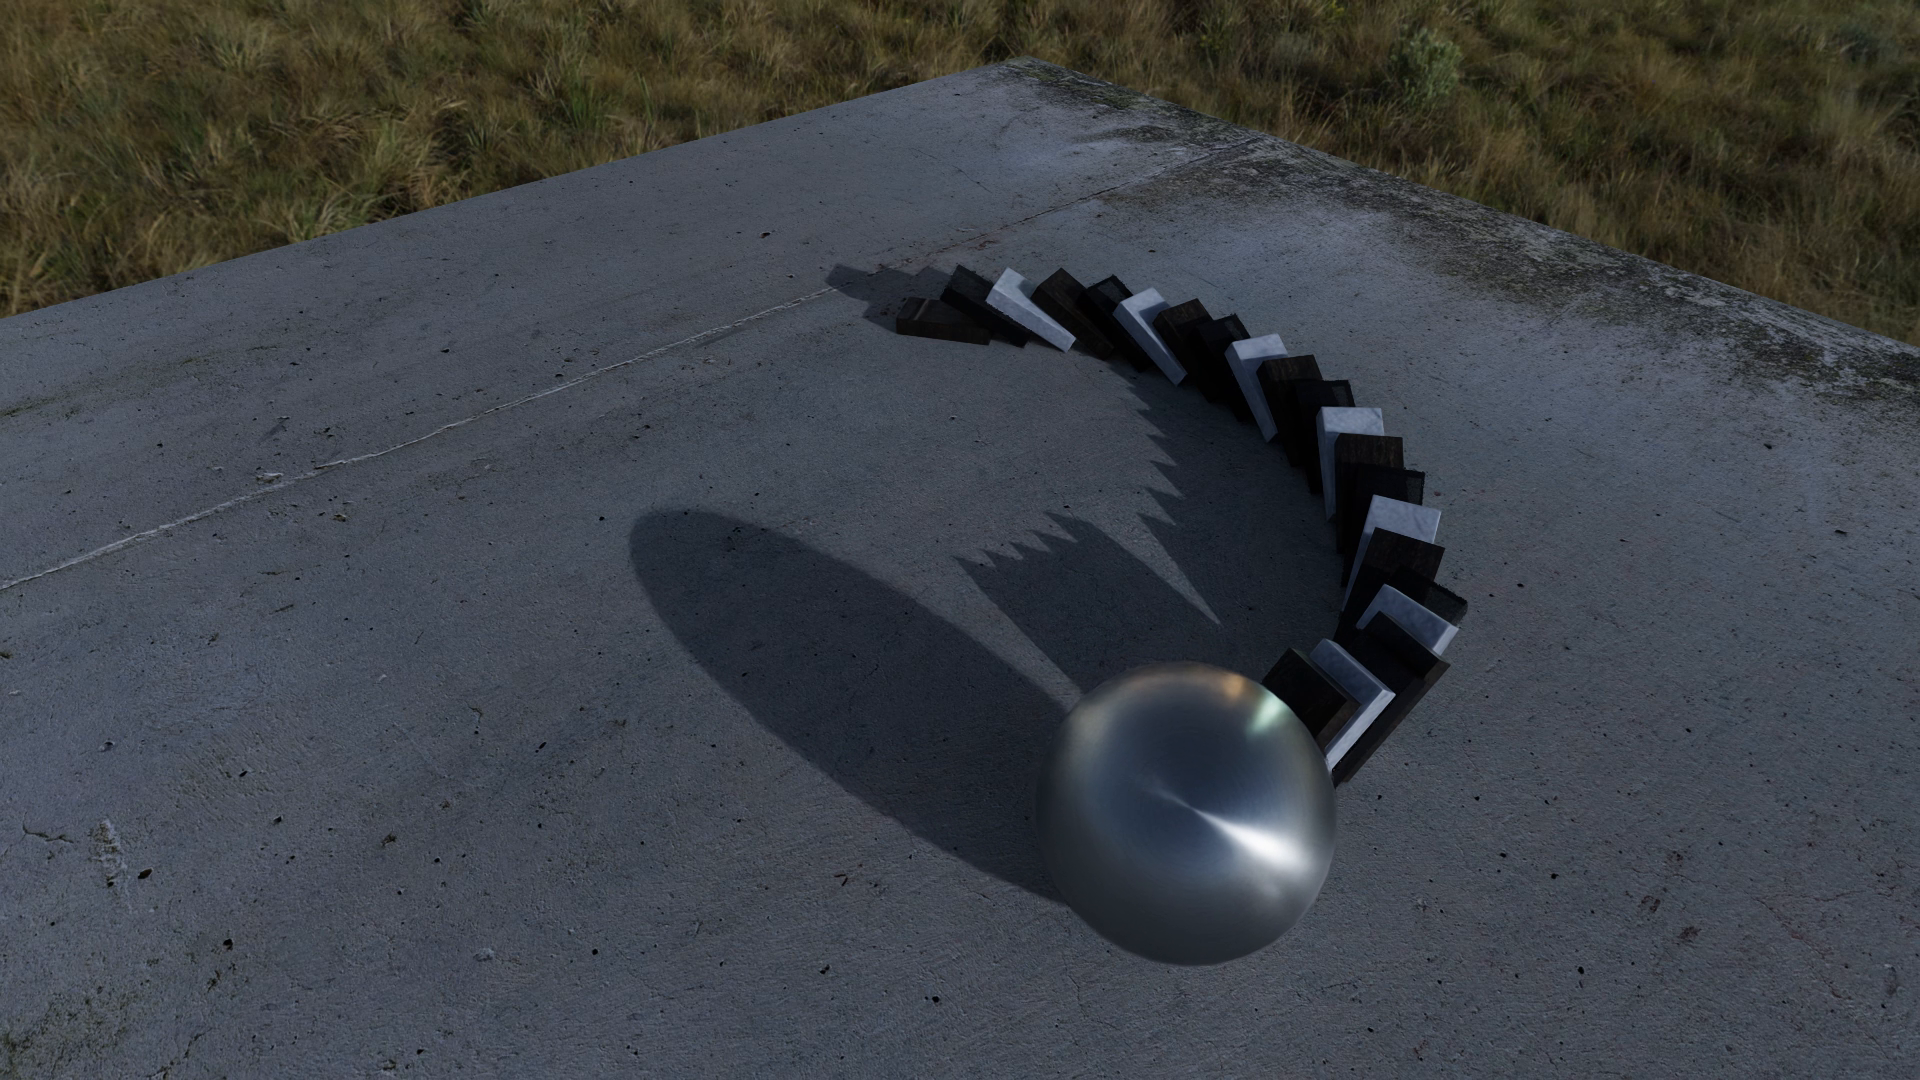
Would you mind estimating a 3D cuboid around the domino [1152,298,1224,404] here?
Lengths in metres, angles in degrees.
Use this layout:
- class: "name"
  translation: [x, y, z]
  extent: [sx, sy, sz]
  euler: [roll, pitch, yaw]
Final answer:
- class: "domino"
  translation: [0.119, -0.093, 0.540]
  extent: [0.025, 0.009, 0.050]
  euler: [-24, 73, -26]

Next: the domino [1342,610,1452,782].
- class: "domino"
  translation: [0.130, 0.050, 0.354]
  extent: [0.009, 0.050, 0.025]
  euler: [20, 22, -43]

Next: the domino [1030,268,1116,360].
- class: "domino"
  translation: [0.063, -0.117, 0.569]
  extent: [0.050, 0.010, 0.025]
  euler: [41, 49, 4]

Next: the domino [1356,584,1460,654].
- class: "domino"
  translation: [0.138, 0.043, 0.363]
  extent: [0.009, 0.050, 0.025]
  euler: [16, 19, -49]

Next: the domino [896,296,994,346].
- class: "domino"
  translation: [-0.006, -0.117, 0.586]
  extent: [0.050, 0.010, 0.025]
  euler: [9, 40, 11]

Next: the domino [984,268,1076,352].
- class: "domino"
  translation: [0.040, -0.120, 0.574]
  extent: [0.050, 0.009, 0.025]
  euler: [32, 43, -3]

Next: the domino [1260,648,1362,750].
- class: "domino"
  translation: [0.097, 0.061, 0.341]
  extent: [0.010, 0.050, 0.025]
  euler: [20, 21, -43]

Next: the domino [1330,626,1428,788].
- class: "domino"
  translation: [0.120, 0.055, 0.348]
  extent: [0.010, 0.050, 0.025]
  euler: [20, 21, -43]

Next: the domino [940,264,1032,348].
- class: "domino"
  translation: [0.016, -0.123, 0.576]
  extent: [0.050, 0.010, 0.025]
  euler: [29, 41, -7]

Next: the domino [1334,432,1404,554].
- class: "domino"
  translation: [0.167, -0.018, 0.448]
  extent: [0.025, 0.009, 0.050]
  euler: [5, 68, 5]

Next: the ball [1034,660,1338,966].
- class: "ball"
  translation: [0.060, 0.073, 0.299]
  extent: [0.080, 0.080, 0.080]
  euler: [0, 39, 0]

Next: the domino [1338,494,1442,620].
- class: "domino"
  translation: [0.162, 0.009, 0.414]
  extent: [0.025, 0.010, 0.050]
  euler: [16, 70, 18]

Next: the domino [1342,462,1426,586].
- class: "domino"
  translation: [0.166, -0.004, 0.431]
  extent: [0.025, 0.009, 0.050]
  euler: [10, 68, 12]

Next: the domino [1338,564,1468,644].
- class: "domino"
  translation: [0.149, 0.035, 0.380]
  extent: [0.025, 0.010, 0.050]
  euler: [37, 83, 34]

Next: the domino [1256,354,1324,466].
- class: "domino"
  translation: [0.155, -0.059, 0.498]
  extent: [0.025, 0.010, 0.050]
  euler: [-9, 68, -11]

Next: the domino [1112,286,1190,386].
- class: "domino"
  translation: [0.102, -0.102, 0.551]
  extent: [0.025, 0.009, 0.050]
  euler: [-30, 75, -32]

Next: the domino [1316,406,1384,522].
- class: "domino"
  translation: [0.167, -0.032, 0.465]
  extent: [0.025, 0.009, 0.050]
  euler: [1, 67, 2]

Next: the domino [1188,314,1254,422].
- class: "domino"
  translation: [0.133, -0.083, 0.527]
  extent: [0.025, 0.010, 0.050]
  euler: [-19, 71, -22]

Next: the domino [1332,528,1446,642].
- class: "domino"
  translation: [0.155, 0.022, 0.399]
  extent: [0.025, 0.009, 0.050]
  euler: [20, 71, 22]

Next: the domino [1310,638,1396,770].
- class: "domino"
  translation: [0.109, 0.058, 0.344]
  extent: [0.010, 0.050, 0.025]
  euler: [20, 21, -43]

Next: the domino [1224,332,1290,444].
- class: "domino"
  translation: [0.146, -0.071, 0.513]
  extent: [0.025, 0.009, 0.050]
  euler: [-14, 69, -16]

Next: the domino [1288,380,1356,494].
- class: "domino"
  translation: [0.162, -0.046, 0.482]
  extent: [0.025, 0.009, 0.050]
  euler: [-4, 67, -5]

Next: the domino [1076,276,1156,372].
- class: "domino"
  translation: [0.085, -0.111, 0.562]
  extent: [0.025, 0.009, 0.050]
  euler: [-32, 76, -33]
